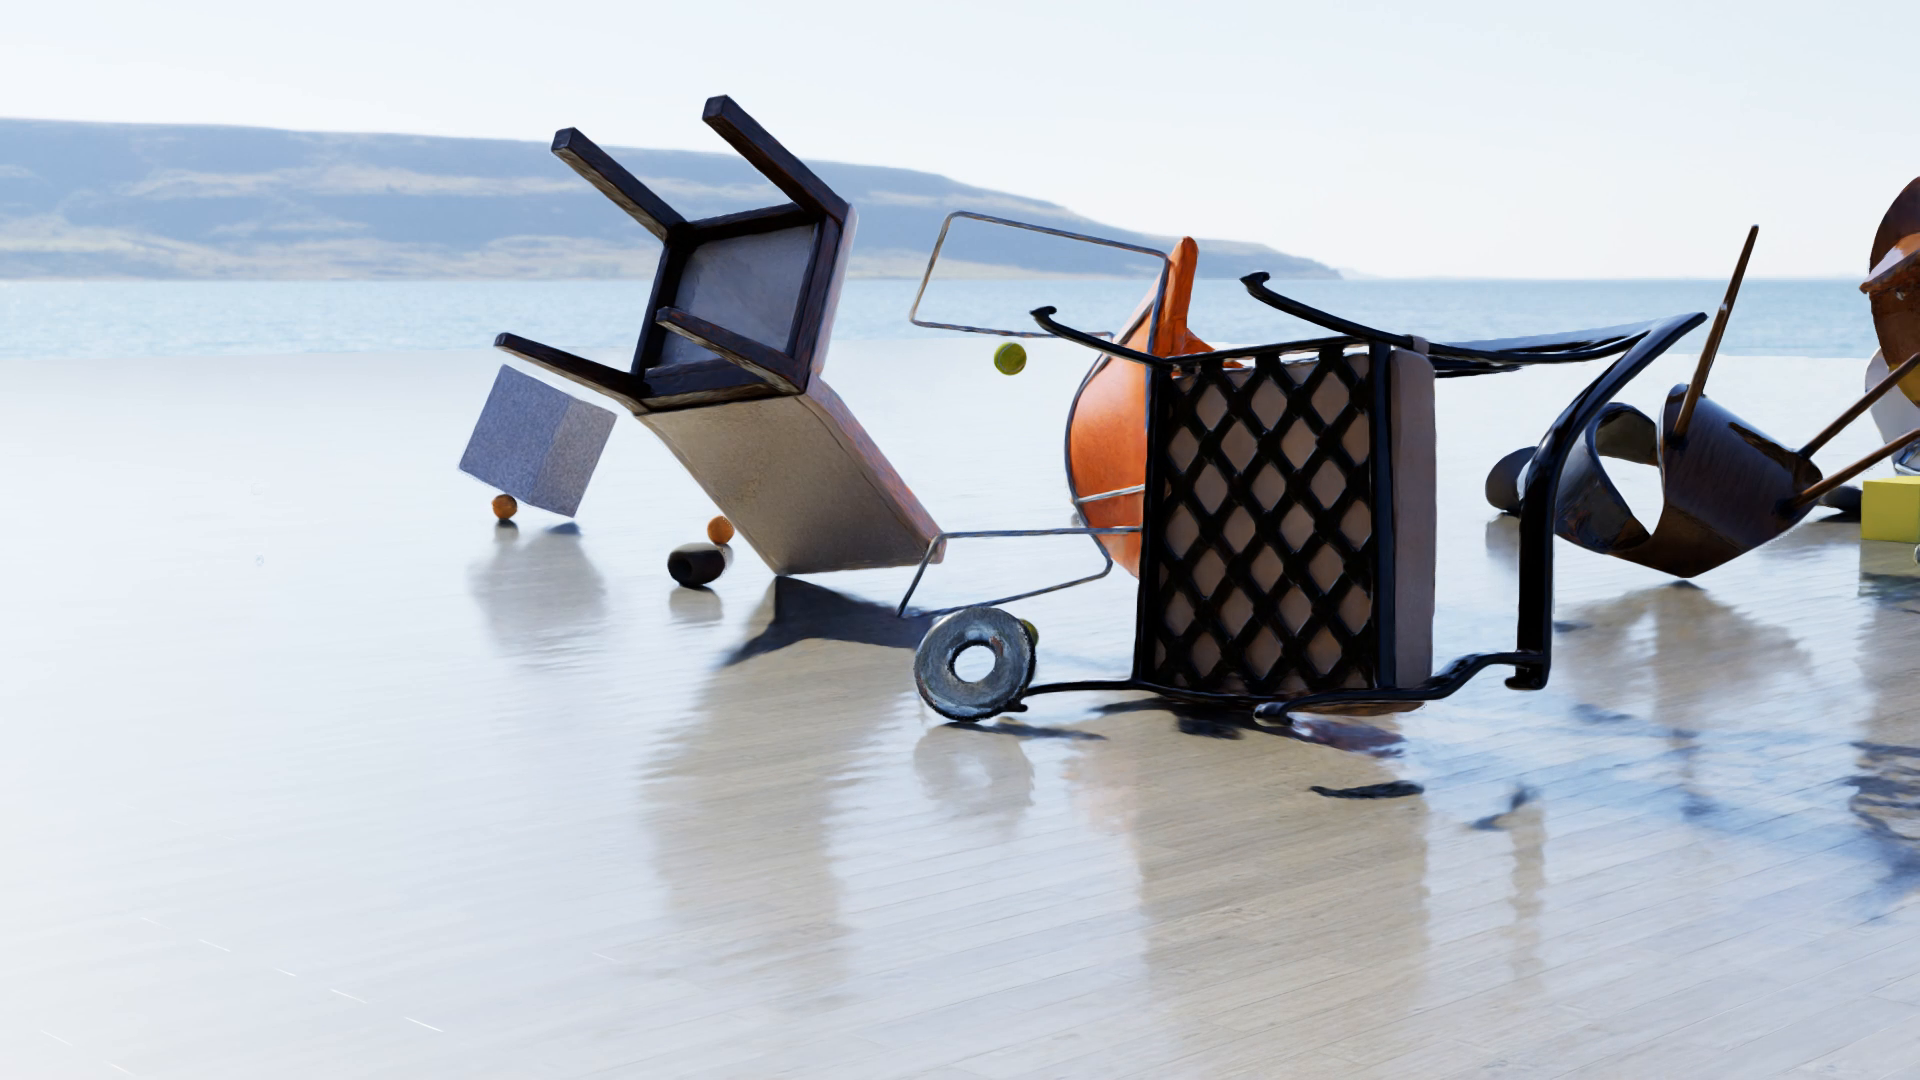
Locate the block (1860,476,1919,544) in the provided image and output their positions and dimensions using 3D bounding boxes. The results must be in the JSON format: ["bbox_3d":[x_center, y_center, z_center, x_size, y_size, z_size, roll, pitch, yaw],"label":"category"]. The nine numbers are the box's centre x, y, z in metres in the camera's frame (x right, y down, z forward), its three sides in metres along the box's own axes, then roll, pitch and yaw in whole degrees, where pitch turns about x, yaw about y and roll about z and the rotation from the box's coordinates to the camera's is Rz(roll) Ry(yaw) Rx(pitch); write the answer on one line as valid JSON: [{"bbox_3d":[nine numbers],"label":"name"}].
[{"bbox_3d":[2.399,-0.079,6.464,0.238,0.146,0.148,-6,8,-43],"label":"block"}]

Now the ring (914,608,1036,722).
[{"bbox_3d":[0.022,0.185,3.830,0.190,0.187,0.043,-24,-32,4],"label":"ring"}]

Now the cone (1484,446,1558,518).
[{"bbox_3d":[1.590,-0.115,7.072,0.231,0.220,0.181,14,31,-31],"label":"cone"}]

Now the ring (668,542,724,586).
[{"bbox_3d":[-0.565,0.050,5.479,0.074,0.092,0.165,-15,9,-34],"label":"ring"}]

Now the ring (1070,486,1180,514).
[{"bbox_3d":[0.464,-0.111,7.197,0.312,0.062,0.307,2,6,14],"label":"ring"}]

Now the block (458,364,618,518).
[{"bbox_3d":[-1.143,-0.268,6.953,0.275,0.311,0.202,25,2,32],"label":"block"}]
